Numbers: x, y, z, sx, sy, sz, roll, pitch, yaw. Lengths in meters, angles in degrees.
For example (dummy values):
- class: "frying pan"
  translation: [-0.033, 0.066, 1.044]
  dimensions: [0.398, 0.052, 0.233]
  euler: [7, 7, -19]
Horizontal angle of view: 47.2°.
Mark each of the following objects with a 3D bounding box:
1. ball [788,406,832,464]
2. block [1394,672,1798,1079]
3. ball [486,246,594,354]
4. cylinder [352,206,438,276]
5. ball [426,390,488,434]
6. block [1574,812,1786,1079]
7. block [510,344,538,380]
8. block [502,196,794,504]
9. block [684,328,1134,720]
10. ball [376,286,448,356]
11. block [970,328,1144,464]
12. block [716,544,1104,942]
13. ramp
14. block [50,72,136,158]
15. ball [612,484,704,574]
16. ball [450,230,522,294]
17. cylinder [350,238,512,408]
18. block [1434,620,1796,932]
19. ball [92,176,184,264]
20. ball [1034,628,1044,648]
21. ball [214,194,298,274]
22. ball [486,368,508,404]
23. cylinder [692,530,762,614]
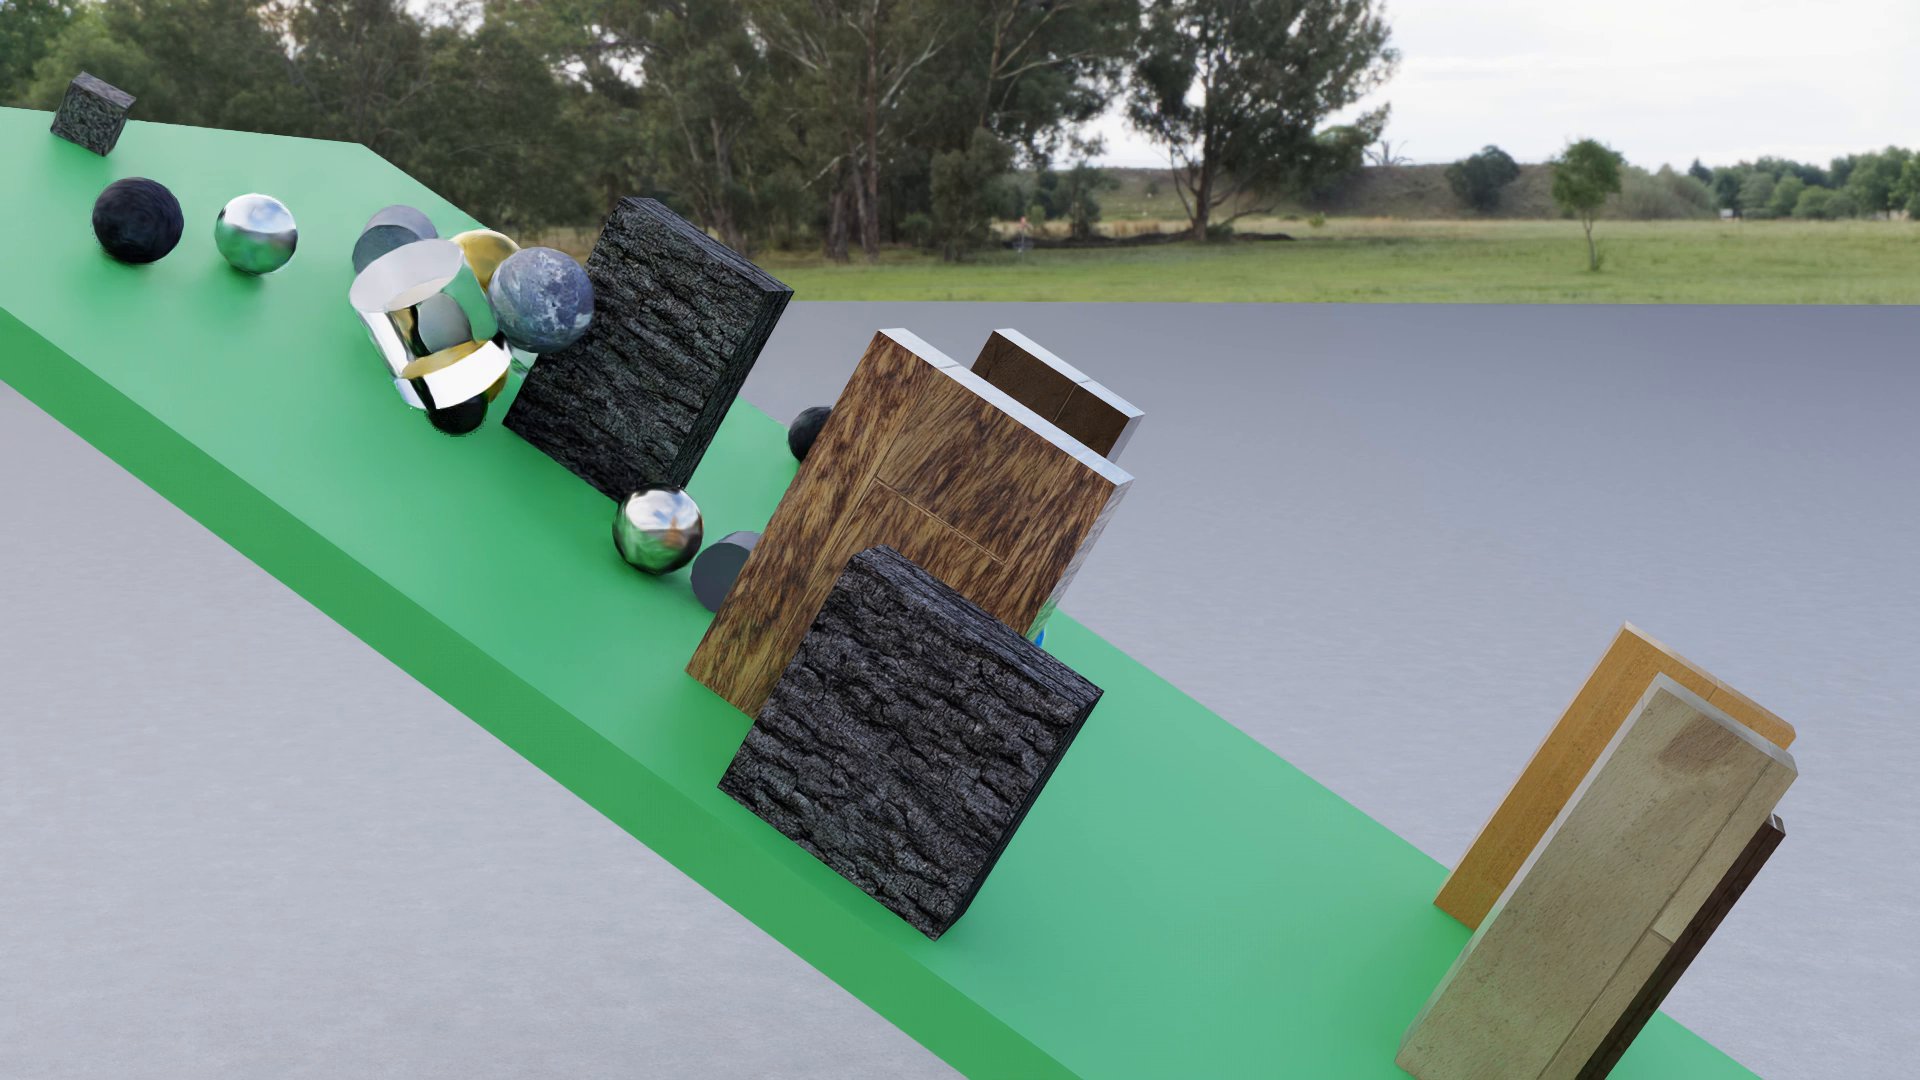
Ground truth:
- class: "ball"
  translation: [-0.317, -0.230, 4.968]
  dimensions: [0.143, 0.143, 0.143]
  euler: [0, 7, 0]
- class: "block"
  translation: [1.036, 0.611, 3.616]
  dimensions: [0.246, 0.772, 0.143]
  euler: [34, 15, 11]
- class: "ball"
  translation: [-0.755, -0.431, 3.961]
  dimensions: [0.191, 0.191, 0.191]
  euler: [0, 7, 0]
- class: "cylinder"
  translation: [-1.149, -0.589, 4.483]
  dimensions: [0.153, 0.153, 0.153]
  euler: [-1, 23, -6]
- class: "ball"
  translation: [-0.900, -0.243, 3.932]
  dimensions: [0.111, 0.111, 0.111]
  euler: [0, 7, 0]
- class: "block"
  translation: [1.187, 0.682, 3.994]
  dimensions: [0.290, 0.612, 0.120]
  euler: [34, 15, 11]
- class: "block"
  translation: [-0.804, -0.377, 4.368]
  dimensions: [0.152, 0.152, 0.152]
  euler: [37, -13, 23]
- class: "block"
  translation: [-0.585, -0.341, 4.114]
  dimensions: [0.332, 0.493, 0.139]
  euler: [34, 15, 11]
- class: "block"
  translation: [-0.086, 0.058, 3.484]
  dimensions: [0.443, 0.644, 0.125]
  euler: [34, 15, 11]
- class: "ball"
  translation: [-1.022, -0.410, 4.105]
  dimensions: [0.129, 0.129, 0.129]
  euler: [0, 7, 0]
- class: "block"
  translation: [0.093, -0.120, 4.614]
  dimensions: [0.337, 0.546, 0.142]
  euler: [34, 15, 11]
- class: "block"
  translation: [-0.074, 0.291, 3.206]
  dimensions: [0.393, 0.411, 0.145]
  euler: [34, 15, 11]
- class: "ramp"
  translation: [-0.162, 0.268, 4.117]
  dimensions: [4.000, 0.100, 2.000]
  euler: [34, 15, 11]
- class: "block"
  translation: [-1.698, -0.834, 4.310]
  dimensions: [0.109, 0.109, 0.109]
  euler: [26, 15, -18]
- class: "ball"
  translation: [-0.526, -0.019, 3.834]
  dimensions: [0.159, 0.159, 0.159]
  euler: [0, 7, 0]
- class: "ball"
  translation: [-0.987, -0.539, 4.543]
  dimensions: [0.205, 0.205, 0.205]
  euler: [0, 7, 0]
- class: "cylinder"
  translation: [-0.905, -0.371, 3.768]
  dimensions: [0.207, 0.207, 0.207]
  euler: [-11, 40, 10]
- class: "block"
  translation: [1.326, 0.564, 4.487]
  dimensions: [0.385, 0.697, 0.105]
  euler: [34, 15, 11]
- class: "ball"
  translation: [-1.435, -0.559, 3.841]
  dimensions: [0.150, 0.150, 0.150]
  euler: [0, 7, 0]
- class: "ball"
  translation: [0.066, 0.174, 4.284]
  dimensions: [0.197, 0.197, 0.197]
  euler: [0, 7, 0]
- class: "ball"
  translation: [-1.318, -0.573, 4.119]
  dimensions: [0.149, 0.149, 0.149]
  euler: [0, 7, 0]
- class: "ball"
  translation: [-0.914, -0.320, 4.048]
  dimensions: [0.164, 0.164, 0.164]
  euler: [0, 7, 0]
- class: "cylinder"
  translation: [-0.393, 0.058, 3.876]
  dimensions: [0.130, 0.130, 0.130]
  euler: [1, 10, 9]
